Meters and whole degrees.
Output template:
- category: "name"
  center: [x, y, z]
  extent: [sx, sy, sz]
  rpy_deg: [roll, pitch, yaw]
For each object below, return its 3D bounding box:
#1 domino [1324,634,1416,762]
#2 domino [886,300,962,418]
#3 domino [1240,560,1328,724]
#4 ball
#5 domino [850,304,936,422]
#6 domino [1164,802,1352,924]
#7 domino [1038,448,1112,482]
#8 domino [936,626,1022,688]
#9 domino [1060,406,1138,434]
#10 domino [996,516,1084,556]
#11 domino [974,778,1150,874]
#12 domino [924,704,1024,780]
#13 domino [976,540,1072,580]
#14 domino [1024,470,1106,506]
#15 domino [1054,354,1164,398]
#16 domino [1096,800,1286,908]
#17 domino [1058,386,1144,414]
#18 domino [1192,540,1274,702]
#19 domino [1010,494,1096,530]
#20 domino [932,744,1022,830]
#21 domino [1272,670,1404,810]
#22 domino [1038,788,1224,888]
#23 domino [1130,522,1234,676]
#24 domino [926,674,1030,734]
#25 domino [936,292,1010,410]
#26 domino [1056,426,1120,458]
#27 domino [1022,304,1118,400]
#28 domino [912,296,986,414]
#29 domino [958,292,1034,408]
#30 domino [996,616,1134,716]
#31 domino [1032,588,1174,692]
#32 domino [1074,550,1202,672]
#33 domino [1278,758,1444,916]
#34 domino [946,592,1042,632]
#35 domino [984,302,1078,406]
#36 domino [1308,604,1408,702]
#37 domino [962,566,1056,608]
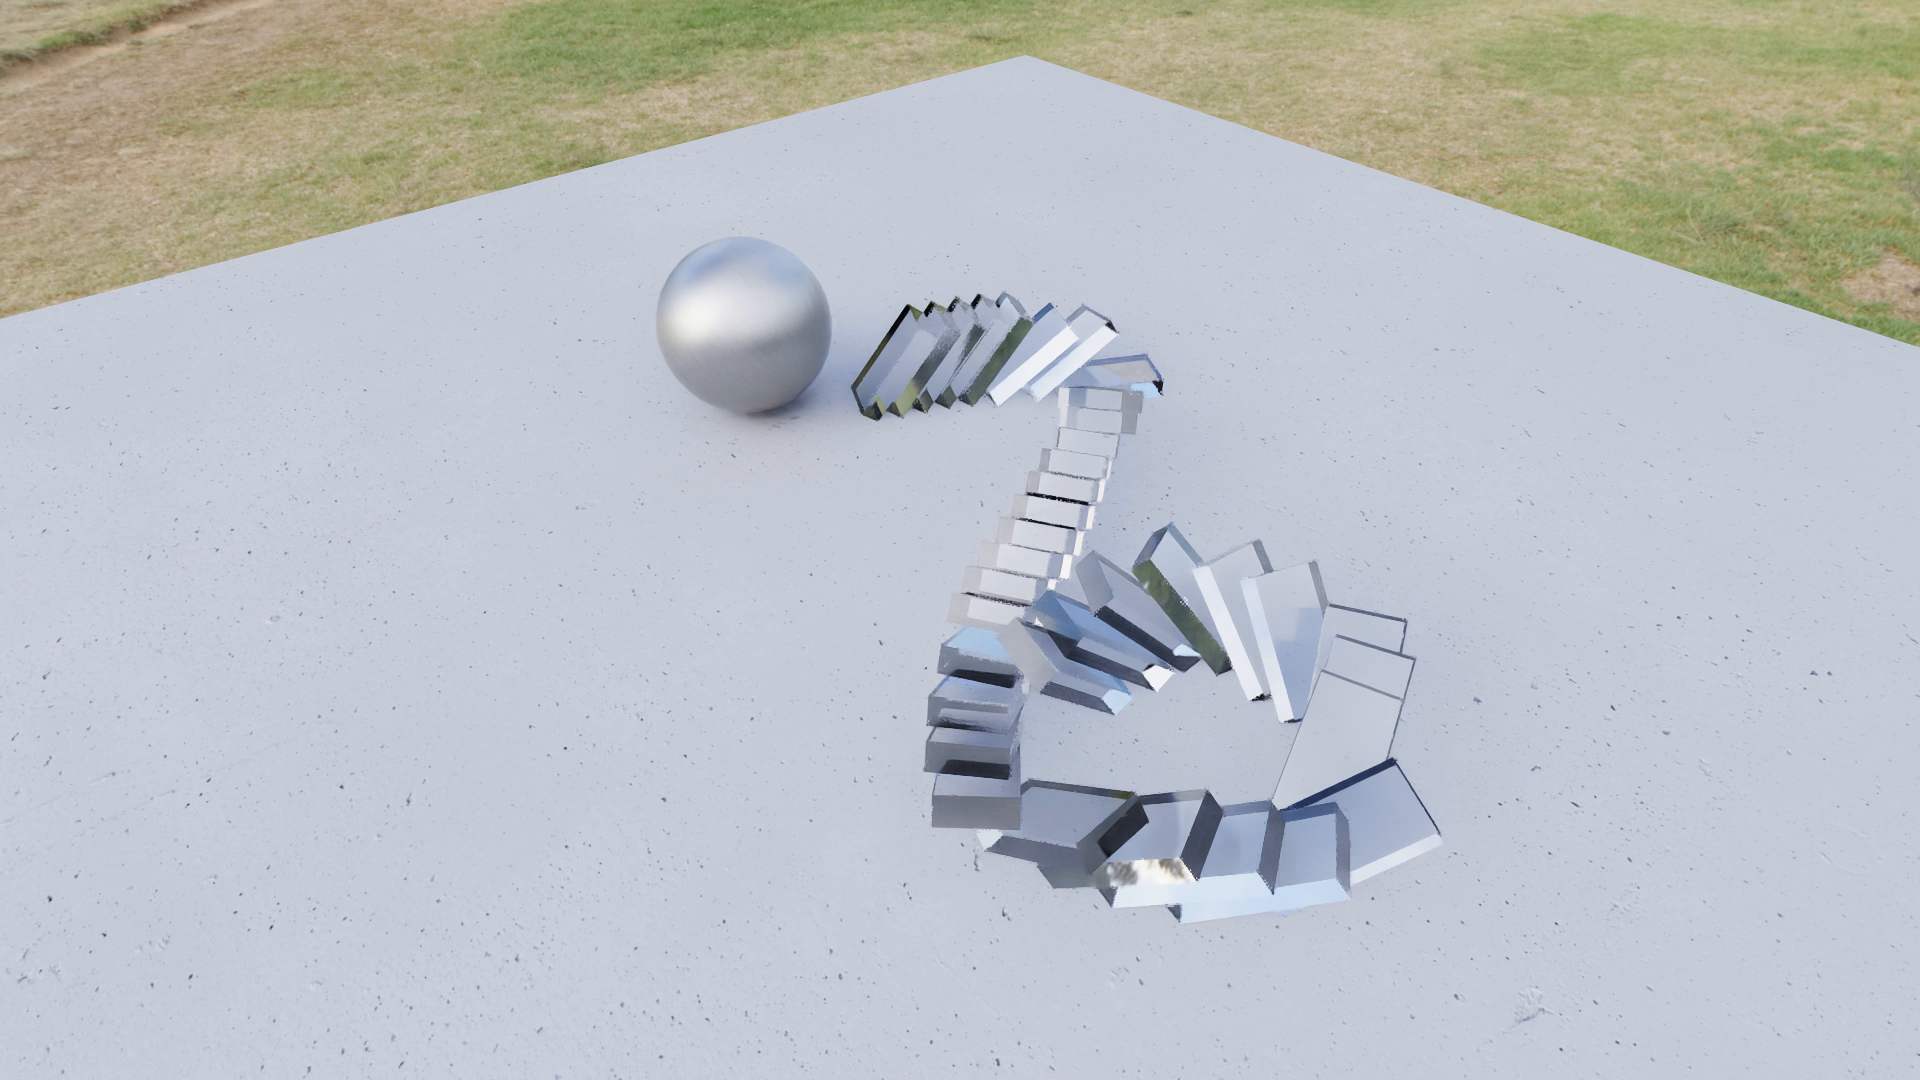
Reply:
- category: "domino"
  center: [0.125, 0.058, 0.350]
  extent: [0.025, 0.010, 0.050]
  rpy_deg: [17, 79, 17]
- category: "domino"
  center: [-0.020, -0.085, 0.518]
  extent: [0.009, 0.050, 0.025]
  rpy_deg: [22, 28, -33]
- category: "domino"
  center: [0.115, 0.035, 0.375]
  extent: [0.025, 0.050, 0.009]
  rpy_deg: [-14, -4, -17]
- category: "ball"
  center: [-0.099, -0.099, 0.508]
  extent: [0.080, 0.080, 0.080]
  rpy_deg: [0, 39, 0]
- category: "domino"
  center: [-0.032, -0.083, 0.516]
  extent: [0.009, 0.050, 0.025]
  rpy_deg: [22, 28, -33]
- category: "domino"
  center: [0.084, 0.091, 0.310]
  extent: [0.050, 0.010, 0.025]
  rpy_deg: [-21, 30, 31]
- category: "domino"
  center: [0.049, -0.032, 0.461]
  extent: [0.025, 0.010, 0.050]
  rpy_deg: [10, 6, 11]
- category: "domino"
  center: [0.011, 0.038, 0.377]
  extent: [0.025, 0.009, 0.050]
  rpy_deg: [10, 9, 12]
- category: "domino"
  center: [0.060, -0.053, 0.486]
  extent: [0.025, 0.009, 0.050]
  rpy_deg: [5, 6, -4]
- category: "domino"
  center: [0.031, -0.001, 0.421]
  extent: [0.025, 0.010, 0.050]
  rpy_deg: [11, 1, 13]
- category: "domino"
  center: [0.028, 0.082, 0.320]
  extent: [0.025, 0.009, 0.050]
  rpy_deg: [-31, 11, -32]
- category: "domino"
  center: [0.006, 0.062, 0.347]
  extent: [0.025, 0.010, 0.050]
  rpy_deg: [4, 7, 8]
- category: "domino"
  center: [0.025, 0.008, 0.408]
  extent: [0.025, 0.010, 0.050]
  rpy_deg: [11, 1, 15]
- category: "domino"
  center: [0.044, -0.022, 0.449]
  extent: [0.025, 0.009, 0.050]
  rpy_deg: [11, 6, 13]
- category: "domino"
  center: [0.071, -0.078, 0.539]
  extent: [0.050, 0.010, 0.025]
  rpy_deg: [-8, 40, -10]
- category: "domino"
  center: [0.065, 0.090, 0.313]
  extent: [0.050, 0.009, 0.025]
  rpy_deg: [-19, 27, 35]
- category: "domino"
  center: [0.063, -0.064, 0.498]
  extent: [0.025, 0.009, 0.050]
  rpy_deg: [4, 6, -10]
- category: "domino"
  center: [0.103, 0.028, 0.383]
  extent: [0.025, 0.050, 0.010]
  rpy_deg: [-24, 1, -26]
- category: "domino"
  center: [0.038, -0.011, 0.435]
  extent: [0.025, 0.009, 0.050]
  rpy_deg: [11, 4, 13]
- category: "domino"
  center: [0.006, 0.074, 0.333]
  extent: [0.025, 0.009, 0.050]
  rpy_deg: [1, 7, 3]
- category: "domino"
  center: [0.115, 0.068, 0.338]
  extent: [0.025, 0.009, 0.050]
  rpy_deg: [20, 81, 23]
- category: "domino"
  center: [0.048, 0.086, 0.316]
  extent: [0.050, 0.009, 0.025]
  rpy_deg: [-19, 24, 42]
- category: "domino"
  center: [0.084, 0.021, 0.392]
  extent: [0.050, 0.009, 0.025]
  rpy_deg: [50, 42, -8]
- category: "domino"
  center: [0.007, 0.051, 0.361]
  extent: [0.025, 0.010, 0.050]
  rpy_deg: [4, 7, 11]
- category: "domino"
  center: [0.002, -0.090, 0.524]
  extent: [0.010, 0.050, 0.025]
  rpy_deg: [22, 28, -33]
- category: "domino"
  center: [0.055, -0.042, 0.473]
  extent: [0.025, 0.010, 0.050]
  rpy_deg: [9, 6, 6]
- category: "domino"
  center: [0.049, -0.092, 0.535]
  extent: [0.050, 0.010, 0.025]
  rpy_deg: [-40, 39, -2]
- category: "domino"
  center: [-0.009, -0.087, 0.521]
  extent: [0.009, 0.050, 0.025]
  rpy_deg: [22, 28, -33]
- category: "domino"
  center: [0.013, -0.091, 0.526]
  extent: [0.009, 0.050, 0.025]
  rpy_deg: [22, 28, -33]
- category: "domino"
  center: [0.036, 0.042, 0.365]
  extent: [0.050, 0.010, 0.025]
  rpy_deg: [24, 22, -50]
- category: "domino"
  center: [0.049, 0.035, 0.377]
  extent: [0.050, 0.009, 0.025]
  rpy_deg: [24, 22, -40]
- category: "domino"
  center: [0.063, 0.025, 0.387]
  extent: [0.050, 0.009, 0.025]
  rpy_deg: [33, 25, -33]
- category: "domino"
  center: [0.110, 0.086, 0.319]
  extent: [0.050, 0.010, 0.025]
  rpy_deg: [-28, 46, 9]
- category: "domino"
  center: [0.014, 0.025, 0.389]
  extent: [0.025, 0.009, 0.050]
  rpy_deg: [11, 1, 13]
- category: "domino"
  center: [0.031, -0.089, 0.529]
  extent: [0.050, 0.010, 0.025]
  rpy_deg: [-39, 40, 14]
- category: "domino"
  center: [0.129, 0.048, 0.362]
  extent: [0.025, 0.010, 0.050]
  rpy_deg: [12, 78, 14]
- category: "domino"
  center: [0.019, 0.016, 0.400]
  extent: [0.025, 0.010, 0.050]
  rpy_deg: [11, 1, 13]
